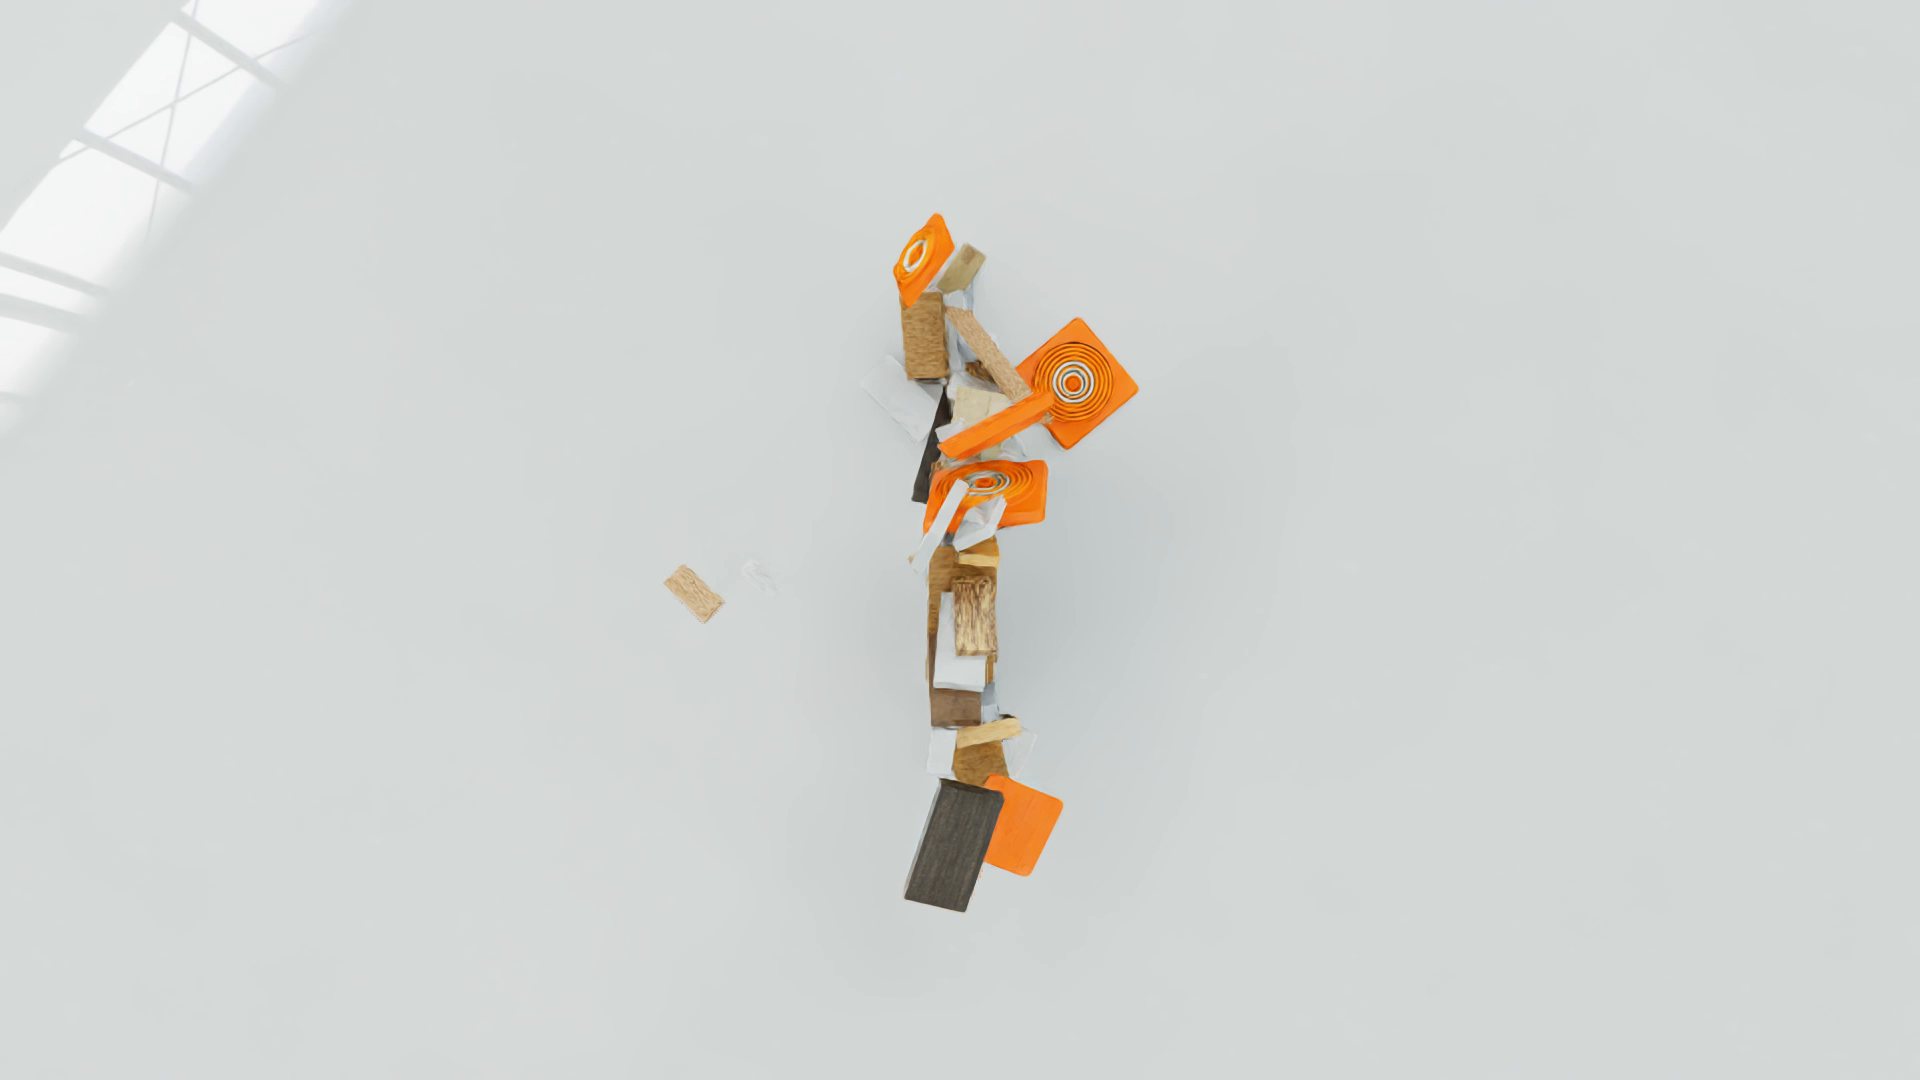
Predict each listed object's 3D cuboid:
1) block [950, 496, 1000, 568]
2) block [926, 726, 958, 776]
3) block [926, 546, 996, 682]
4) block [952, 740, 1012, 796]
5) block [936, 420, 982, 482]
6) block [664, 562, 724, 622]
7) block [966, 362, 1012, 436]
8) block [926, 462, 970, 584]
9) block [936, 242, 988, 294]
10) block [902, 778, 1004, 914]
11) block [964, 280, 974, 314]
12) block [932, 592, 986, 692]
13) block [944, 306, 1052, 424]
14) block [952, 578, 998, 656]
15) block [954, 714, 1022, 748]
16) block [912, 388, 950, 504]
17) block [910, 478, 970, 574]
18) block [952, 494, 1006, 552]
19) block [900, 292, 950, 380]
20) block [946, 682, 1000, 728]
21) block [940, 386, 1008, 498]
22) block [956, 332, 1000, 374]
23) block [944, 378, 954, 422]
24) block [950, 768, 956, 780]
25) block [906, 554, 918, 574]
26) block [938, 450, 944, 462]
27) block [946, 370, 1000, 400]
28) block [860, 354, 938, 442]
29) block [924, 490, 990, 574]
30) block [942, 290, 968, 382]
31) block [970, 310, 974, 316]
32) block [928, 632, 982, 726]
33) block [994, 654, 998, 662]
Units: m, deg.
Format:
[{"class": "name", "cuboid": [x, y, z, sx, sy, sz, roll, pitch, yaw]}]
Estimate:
[{"class": "block", "cuboid": [0.034, -0.028, 4.401, 0.105, 0.461, 0.030, 5, 110, -6]}, {"class": "block", "cuboid": [-0.047, 0.538, 4.218, 0.061, 0.017, 0.122, 7, 103, -7]}, {"class": "block", "cuboid": [0.003, 0.194, 4.350, 0.176, 0.050, 0.353, 2, 89, -3]}, {"class": "block", "cuboid": [0.044, 0.597, 4.703, 0.148, 0.042, 0.296, -13, 91, -5]}, {"class": "block", "cuboid": [-0.003, -0.249, 4.619, 0.081, 0.023, 0.161, -20, 99, 10]}, {"class": "block", "cuboid": [-0.758, 0.150, 4.700, 0.161, 0.023, 0.081, 42, 84, 6]}, {"class": "block", "cuboid": [0.090, -0.440, 5.152, 0.126, 0.036, 0.252, -2, 124, 4]}, {"class": "block", "cuboid": [-0.004, -0.044, 4.724, 0.174, 0.049, 0.347, 3, 86, -3]}, {"class": "block", "cuboid": [0.006, -0.882, 5.421, 0.089, 0.025, 0.177, 33, 116, -6]}, {"class": "block", "cuboid": [-0.019, 0.800, 4.315, 0.170, 0.048, 0.339, 15, 105, -10]}, {"class": "block", "cuboid": [0.002, -0.777, 5.487, 0.089, 0.025, 0.177, -1, 89, -1]}, {"class": "block", "cuboid": [0.006, 0.260, 4.246, 0.128, 0.036, 0.257, 6, 61, -2]}, {"class": "block", "cuboid": [0.105, -0.533, 4.927, 0.081, 0.796, 0.023, 9, 116, -24]}, {"class": "block", "cuboid": [0.037, 0.195, 4.247, 0.105, 0.030, 0.210, 0, 61, -7]}, {"class": "block", "cuboid": [0.057, 0.515, 4.468, 0.170, 0.428, 0.048, -11, 86, -5]}, {"class": "block", "cuboid": [-0.015, -0.295, 5.234, 0.174, 0.541, 0.049, 11, 132, 3]}, {"class": "block", "cuboid": [-0.051, -0.038, 4.176, 0.036, 0.256, 0.128, 29, 127, -2]}, {"class": "block", "cuboid": [0.051, -0.044, 4.187, 0.105, 0.210, 0.030, -25, 107, 21]}, {"class": "block", "cuboid": [-0.115, -0.669, 5.399, 0.138, 0.039, 0.276, -2, 100, 17]}, {"class": "block", "cuboid": [0.006, 0.393, 4.431, 0.170, 0.339, 0.048, -12, 115, 1]}, {"class": "block", "cuboid": [0.042, -0.280, 4.711, 0.152, 0.043, 0.304, 10, 73, -1]}, {"class": "block", "cuboid": [0.066, -0.581, 5.254, 0.126, 0.252, 0.036, 2, 125, -9]}, {"class": "block", "cuboid": [0.028, -0.436, 5.334, 0.126, 0.252, 0.036, 0, 132, -9]}, {"class": "block", "cuboid": [0.030, 0.678, 5.109, 0.148, 0.771, 0.042, -8, 94, -5]}, {"class": "block", "cuboid": [-0.066, 0.036, 4.920, 0.174, 0.347, 0.049, -28, 90, -1]}, {"class": "block", "cuboid": [0.031, -0.282, 5.050, 0.152, 0.304, 0.043, 2, 118, 9]}, {"class": "block", "cuboid": [0.042, -0.445, 4.929, 0.152, 0.304, 0.043, 19, 103, -4]}, {"class": "block", "cuboid": [-0.188, -0.469, 5.480, 0.138, 0.039, 0.276, -44, 90, 0]}, {"class": "block", "cuboid": [0.000, -0.015, 4.540, 0.176, 0.353, 0.050, 7, 122, -3]}, {"class": "block", "cuboid": [-0.025, -0.670, 5.424, 0.138, 0.039, 0.276, -14, 98, 12]}, {"class": "block", "cuboid": [0.004, -0.668, 5.457, 0.089, 0.025, 0.177, -4, 100, 6]}, {"class": "block", "cuboid": [-0.015, 0.355, 4.240, 0.128, 0.036, 0.257, -1, 58, -2]}, {"class": "block", "cuboid": [0.004, 0.201, 4.532, 0.176, 0.353, 0.050, 0, 128, -3]}]
